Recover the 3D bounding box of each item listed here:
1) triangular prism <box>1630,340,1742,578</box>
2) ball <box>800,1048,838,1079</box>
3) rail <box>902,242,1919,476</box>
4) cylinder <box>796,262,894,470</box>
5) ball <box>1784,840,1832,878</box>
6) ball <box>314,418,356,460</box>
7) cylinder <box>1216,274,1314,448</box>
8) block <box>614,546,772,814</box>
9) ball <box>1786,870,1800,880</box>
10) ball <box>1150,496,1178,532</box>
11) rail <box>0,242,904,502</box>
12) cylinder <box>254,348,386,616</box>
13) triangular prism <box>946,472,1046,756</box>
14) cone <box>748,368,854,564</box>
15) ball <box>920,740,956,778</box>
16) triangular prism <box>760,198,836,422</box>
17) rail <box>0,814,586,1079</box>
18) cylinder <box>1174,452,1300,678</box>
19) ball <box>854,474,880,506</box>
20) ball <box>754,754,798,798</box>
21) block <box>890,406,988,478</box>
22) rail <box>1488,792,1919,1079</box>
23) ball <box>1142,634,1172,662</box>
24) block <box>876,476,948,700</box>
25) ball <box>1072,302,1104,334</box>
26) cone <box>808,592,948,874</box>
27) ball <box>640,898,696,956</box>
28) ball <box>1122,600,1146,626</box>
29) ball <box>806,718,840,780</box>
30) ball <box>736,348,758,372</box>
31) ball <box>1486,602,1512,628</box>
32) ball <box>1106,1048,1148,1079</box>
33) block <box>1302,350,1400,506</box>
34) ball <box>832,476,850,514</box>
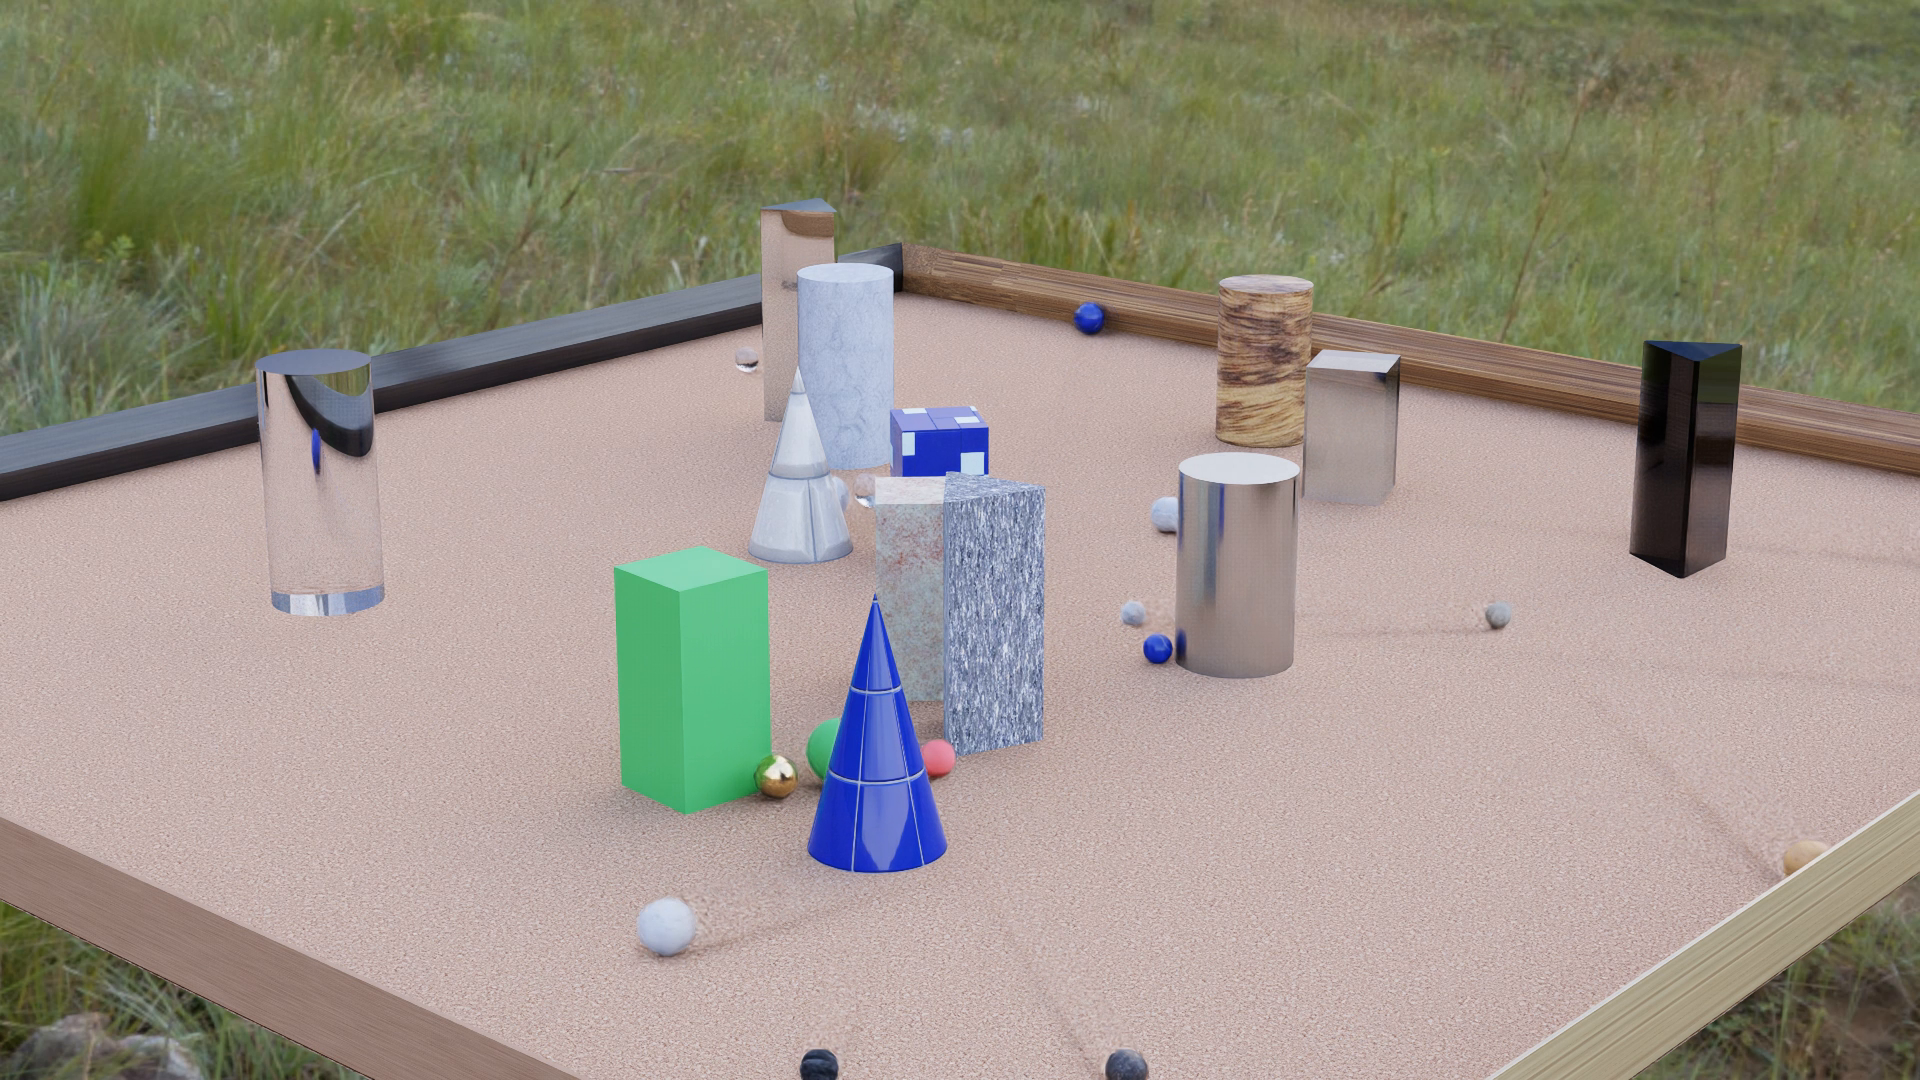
[{"bbox_3d":[1.283,-0.153,5.268,0.146,0.397,0.168,14,22,38],"label":"triangular prism"},{"bbox_3d":[-0.161,0.606,3.363,0.044,0.044,0.044,0,17,0],"label":"ball"},{"bbox_3d":[1.185,-0.363,6.427,3.576,0.126,0.045,14,22,39],"label":"rail"},{"bbox_3d":[-0.231,-0.354,5.956,0.194,0.384,0.194,0,17,0],"label":"cylinder"},{"bbox_3d":[1.129,0.432,3.892,0.070,0.070,0.070,0,17,0],"label":"ball"},{"bbox_3d":[-1.278,-0.208,5.988,0.085,0.085,0.085,0,17,0],"label":"ball"},{"bbox_3d":[0.635,-0.374,6.121,0.194,0.327,0.194,0,17,0],"label":"cylinder"},{"bbox_3d":[-0.382,0.199,4.213,0.155,0.332,0.155,-14,22,-40],"label":"block"},{"bbox_3d":[1.101,0.460,3.821,0.059,0.059,0.059,0,17,0],"label":"ball"},{"bbox_3d":[0.390,-0.048,5.490,0.067,0.067,0.067,0,17,0],"label":"ball"},{"bbox_3d":[-1.332,-0.302,6.228,0.045,0.126,3.662,14,22,39],"label":"rail"},{"bbox_3d":[-1.100,-0.101,5.047,0.194,0.424,0.194,0,17,0],"label":"cylinder"},{"bbox_3d":[0.018,0.105,4.414,0.168,0.396,0.146,-9,19,-27],"label":"triangular prism"},{"bbox_3d":[-0.293,-0.150,5.345,0.194,0.346,0.194,0,17,0],"label":"cone"},{"bbox_3d":[-0.034,0.321,4.292,0.054,0.054,0.054,0,17,0],"label":"ball"},{"bbox_3d":[-0.321,-0.491,6.279,0.168,0.461,0.146,5,17,15],"label":"triangular prism"},{"bbox_3d":[-1.185,0.426,3.813,3.576,0.126,0.045,14,22,39],"label":"rail"},{"bbox_3d":[0.448,0.040,4.754,0.194,0.324,0.194,0,17,0],"label":"cylinder"},{"bbox_3d":[-0.173,-0.096,5.656,0.064,0.064,0.064,0,17,0],"label":"ball"},{"bbox_3d":[-0.265,0.340,4.212,0.063,0.063,0.063,0,17,0],"label":"ball"},{"bbox_3d":[-0.038,-0.096,5.318,0.155,0.258,0.155,-3,17,-9],"label":"block"},{"bbox_3d":[1.332,0.366,4.013,0.045,0.126,3.662,14,22,39],"label":"rail"},{"bbox_3d":[0.322,0.176,4.780,0.049,0.049,0.049,0,17,0],"label":"ball"},{"bbox_3d":[-0.054,0.076,4.637,0.155,0.322,0.155,0,17,-1],"label":"block"},{"bbox_3d":[0.310,-0.536,7.094,0.075,0.075,0.075,0,17,0],"label":"ball"},{"bbox_3d":[-0.114,0.246,3.994,0.194,0.369,0.194,0,17,0],"label":"cone"},{"bbox_3d":[-0.369,0.488,3.704,0.072,0.072,0.072,0,17,0],"label":"ball"},{"bbox_3d":[0.294,0.124,4.964,0.042,0.042,0.042,0,17,0],"label":"ball"},{"bbox_3d":[-0.175,0.307,4.261,0.097,0.097,0.097,0,17,0],"label":"ball"},{"bbox_3d":[-0.489,-0.412,6.721,0.054,0.054,0.054,0,17,0],"label":"ball"},{"bbox_3d":[0.910,0.127,4.950,0.044,0.044,0.044,0,17,0],"label":"ball"},{"bbox_3d":[0.190,0.606,3.354,0.048,0.048,0.048,0,17,0],"label":"ball"},{"bbox_3d":[0.764,-0.221,5.721,0.155,0.264,0.155,5,18,18],"label":"block"},{"bbox_3d":[-0.252,-0.079,5.562,0.085,0.085,0.085,0,17,0],"label":"ball"}]
